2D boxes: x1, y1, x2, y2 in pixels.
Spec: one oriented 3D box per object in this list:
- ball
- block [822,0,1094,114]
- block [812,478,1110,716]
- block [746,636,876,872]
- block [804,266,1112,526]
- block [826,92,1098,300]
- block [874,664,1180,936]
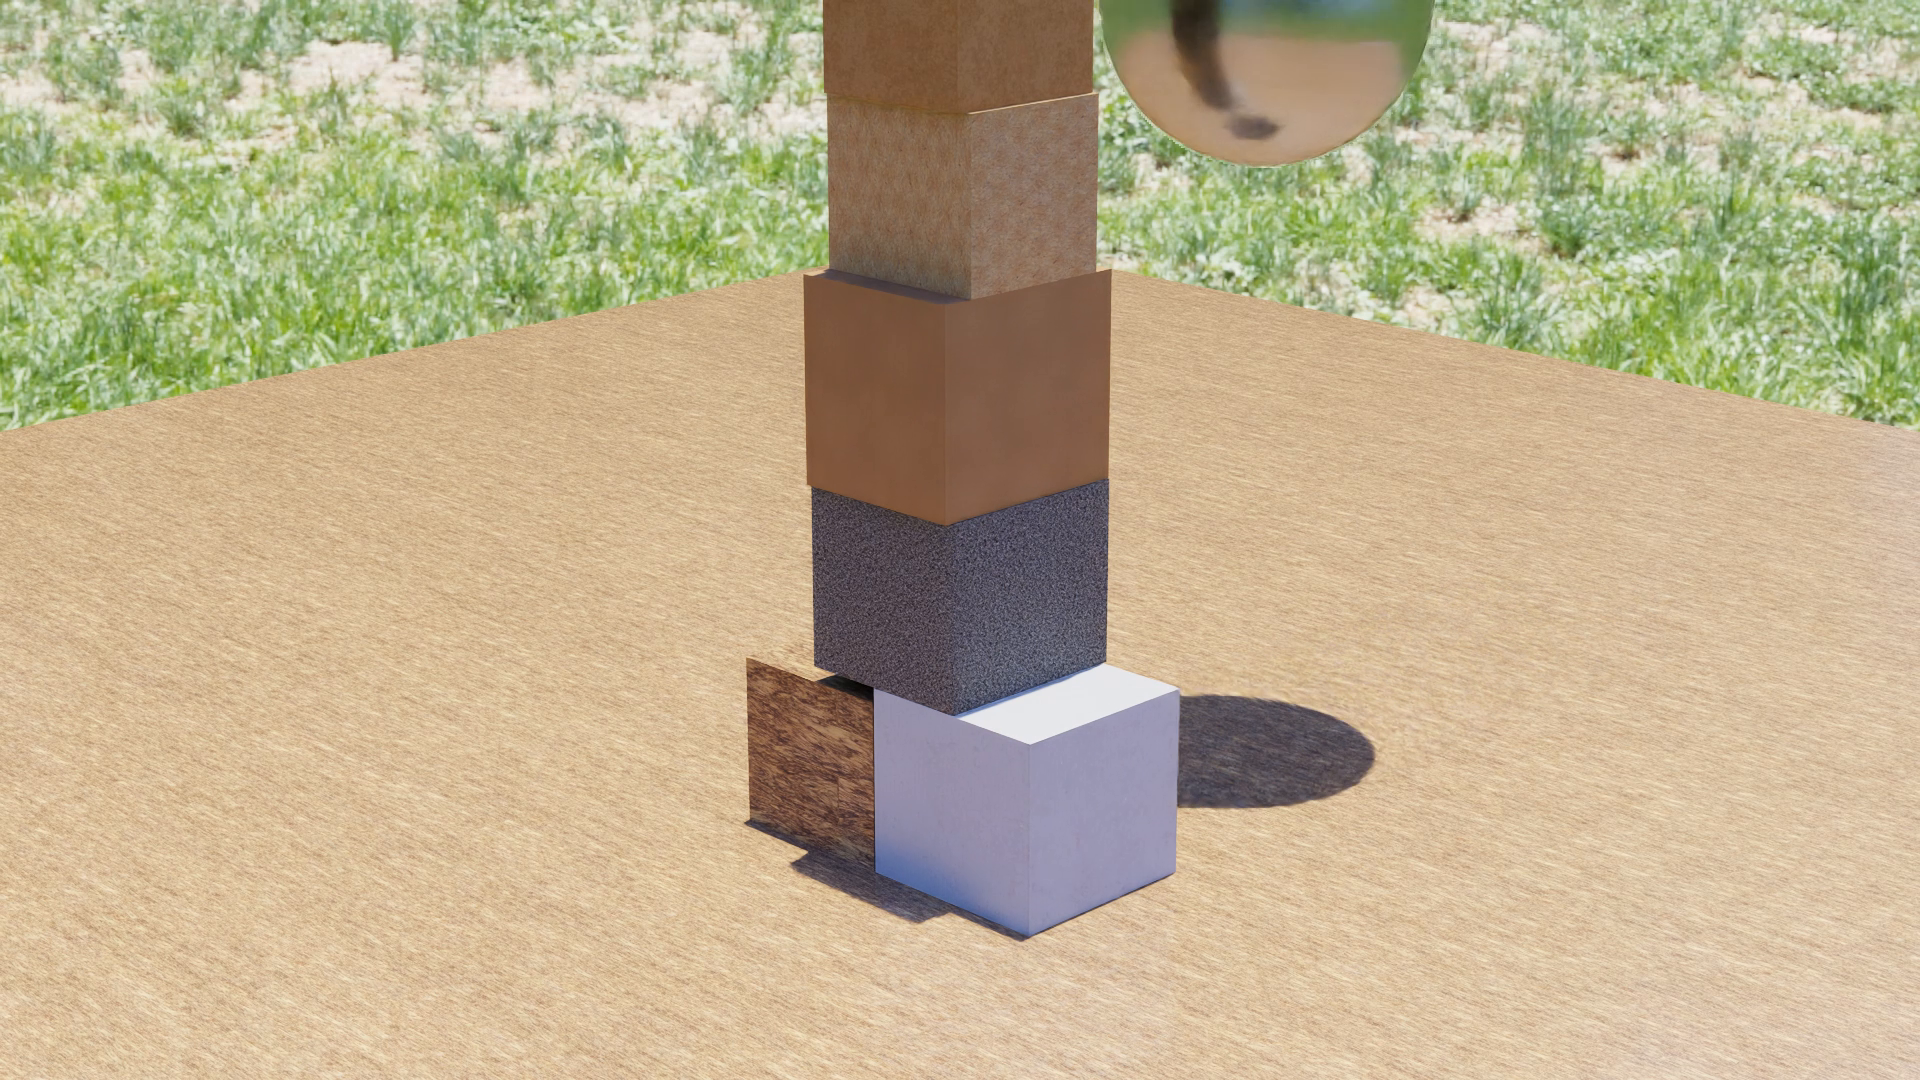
[{"bbox_3d":[1.467,-2.598,14.063,1.600,1.600,1.600,0,17,0],"label":"ball"},{"bbox_3d":[-0.007,-2.357,12.593,0.828,0.872,0.821,-17,24,-42],"label":"block"},{"bbox_3d":[0.003,0.152,13.393,1.001,0.881,0.906,-17,24,-42],"label":"block"},{"bbox_3d":[-0.353,0.934,13.994,0.986,0.827,0.870,-17,24,-42],"label":"block"},{"bbox_3d":[-0.008,-0.727,13.105,1.041,0.968,0.888,-17,24,-42],"label":"block"},{"bbox_3d":[0.011,-1.571,12.859,0.784,0.789,0.889,-17,24,-42],"label":"block"},{"bbox_3d":[0.302,1.098,13.351,0.979,0.900,0.975,-17,24,-42],"label":"block"}]
